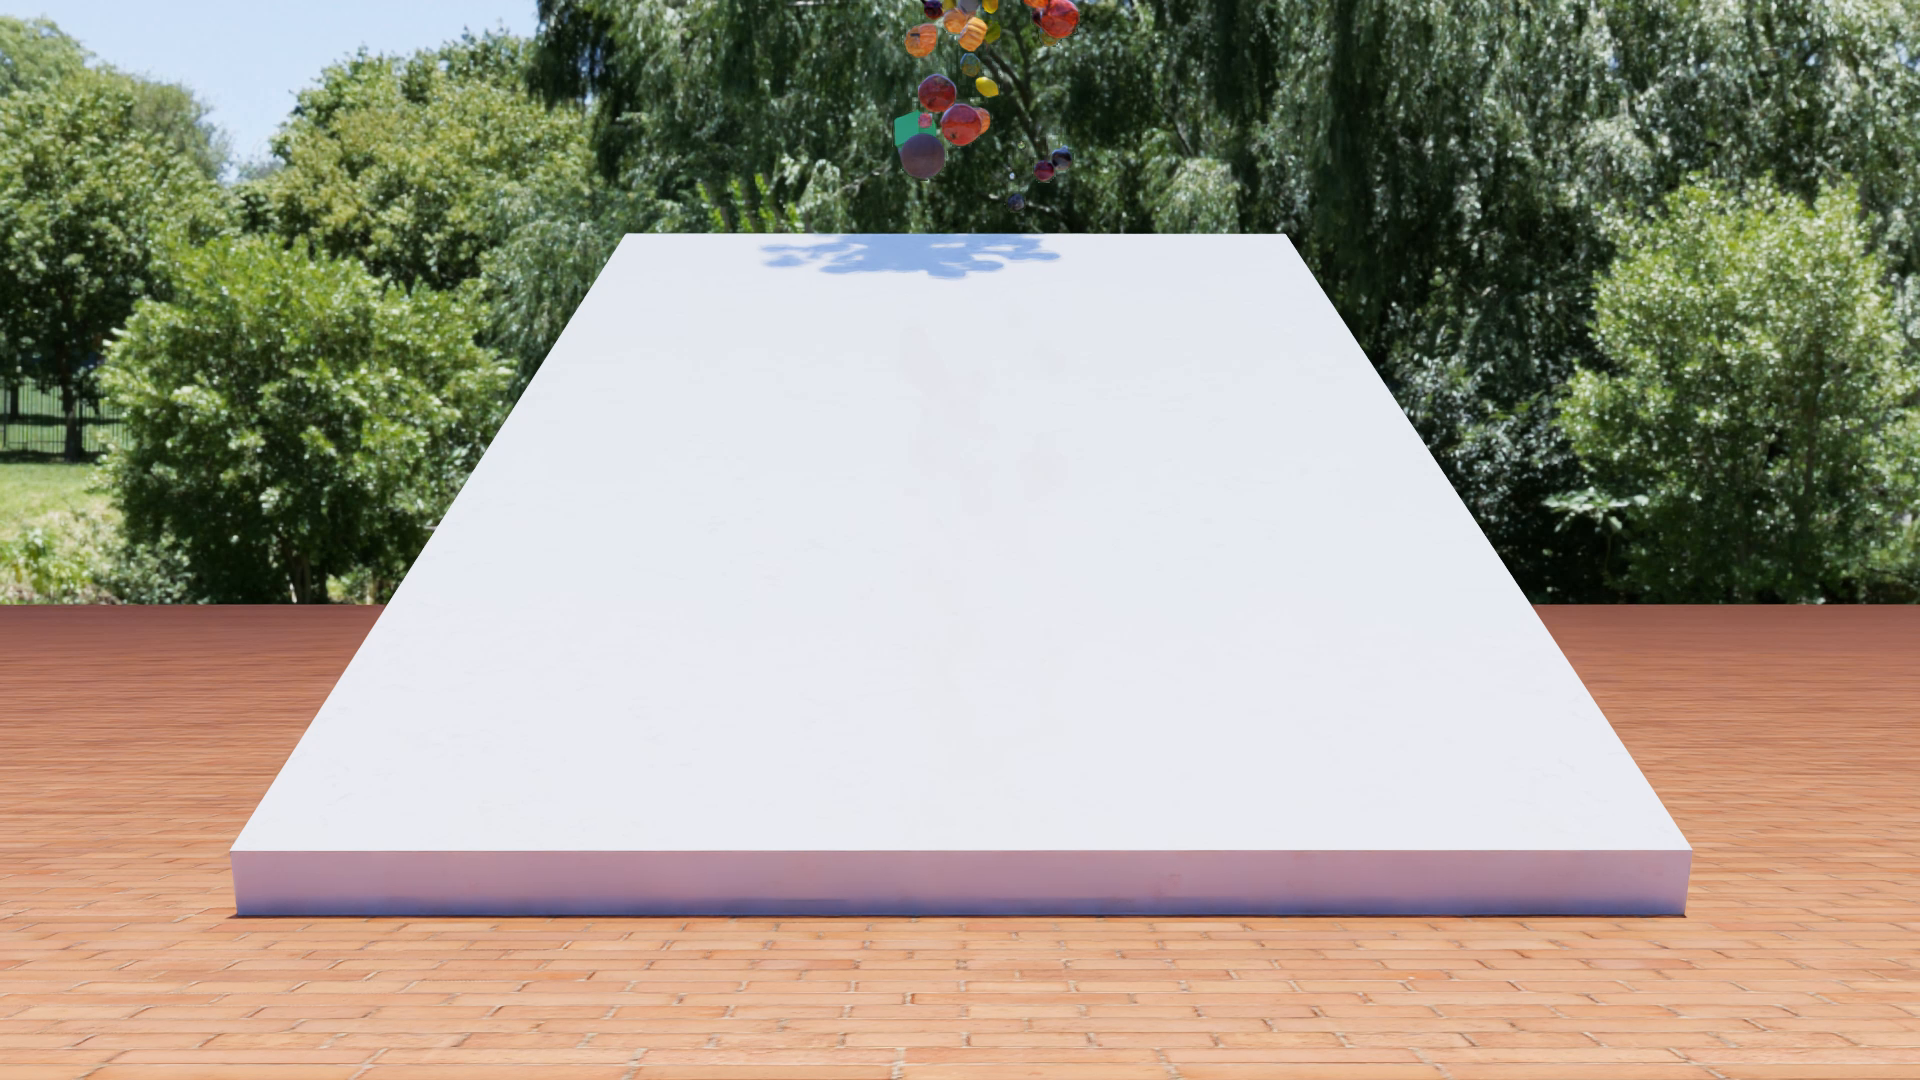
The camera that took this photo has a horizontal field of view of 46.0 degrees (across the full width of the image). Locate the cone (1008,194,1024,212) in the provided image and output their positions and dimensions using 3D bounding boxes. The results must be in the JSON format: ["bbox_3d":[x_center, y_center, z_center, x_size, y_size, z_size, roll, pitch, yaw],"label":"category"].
[{"bbox_3d":[0.158,-0.979,6.590,0.053,0.053,0.053,0,17,14],"label":"cone"}]

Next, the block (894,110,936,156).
[{"bbox_3d":[-0.132,-1.201,6.682,0.087,0.087,0.087,-15,-22,32],"label":"block"}]

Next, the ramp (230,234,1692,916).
[{"bbox_3d":[-0.005,-0.205,4.992,2.000,0.100,4.000,0,20,0],"label":"ramp"}]

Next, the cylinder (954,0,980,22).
[{"bbox_3d":[0.020,-1.544,6.574,0.059,0.059,0.059,0,-21,-16],"label":"cylinder"}]

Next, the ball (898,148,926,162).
[{"bbox_3d":[-0.143,-1.182,6.793,0.091,0.091,0.091,0,-1,0],"label":"ball"}]
